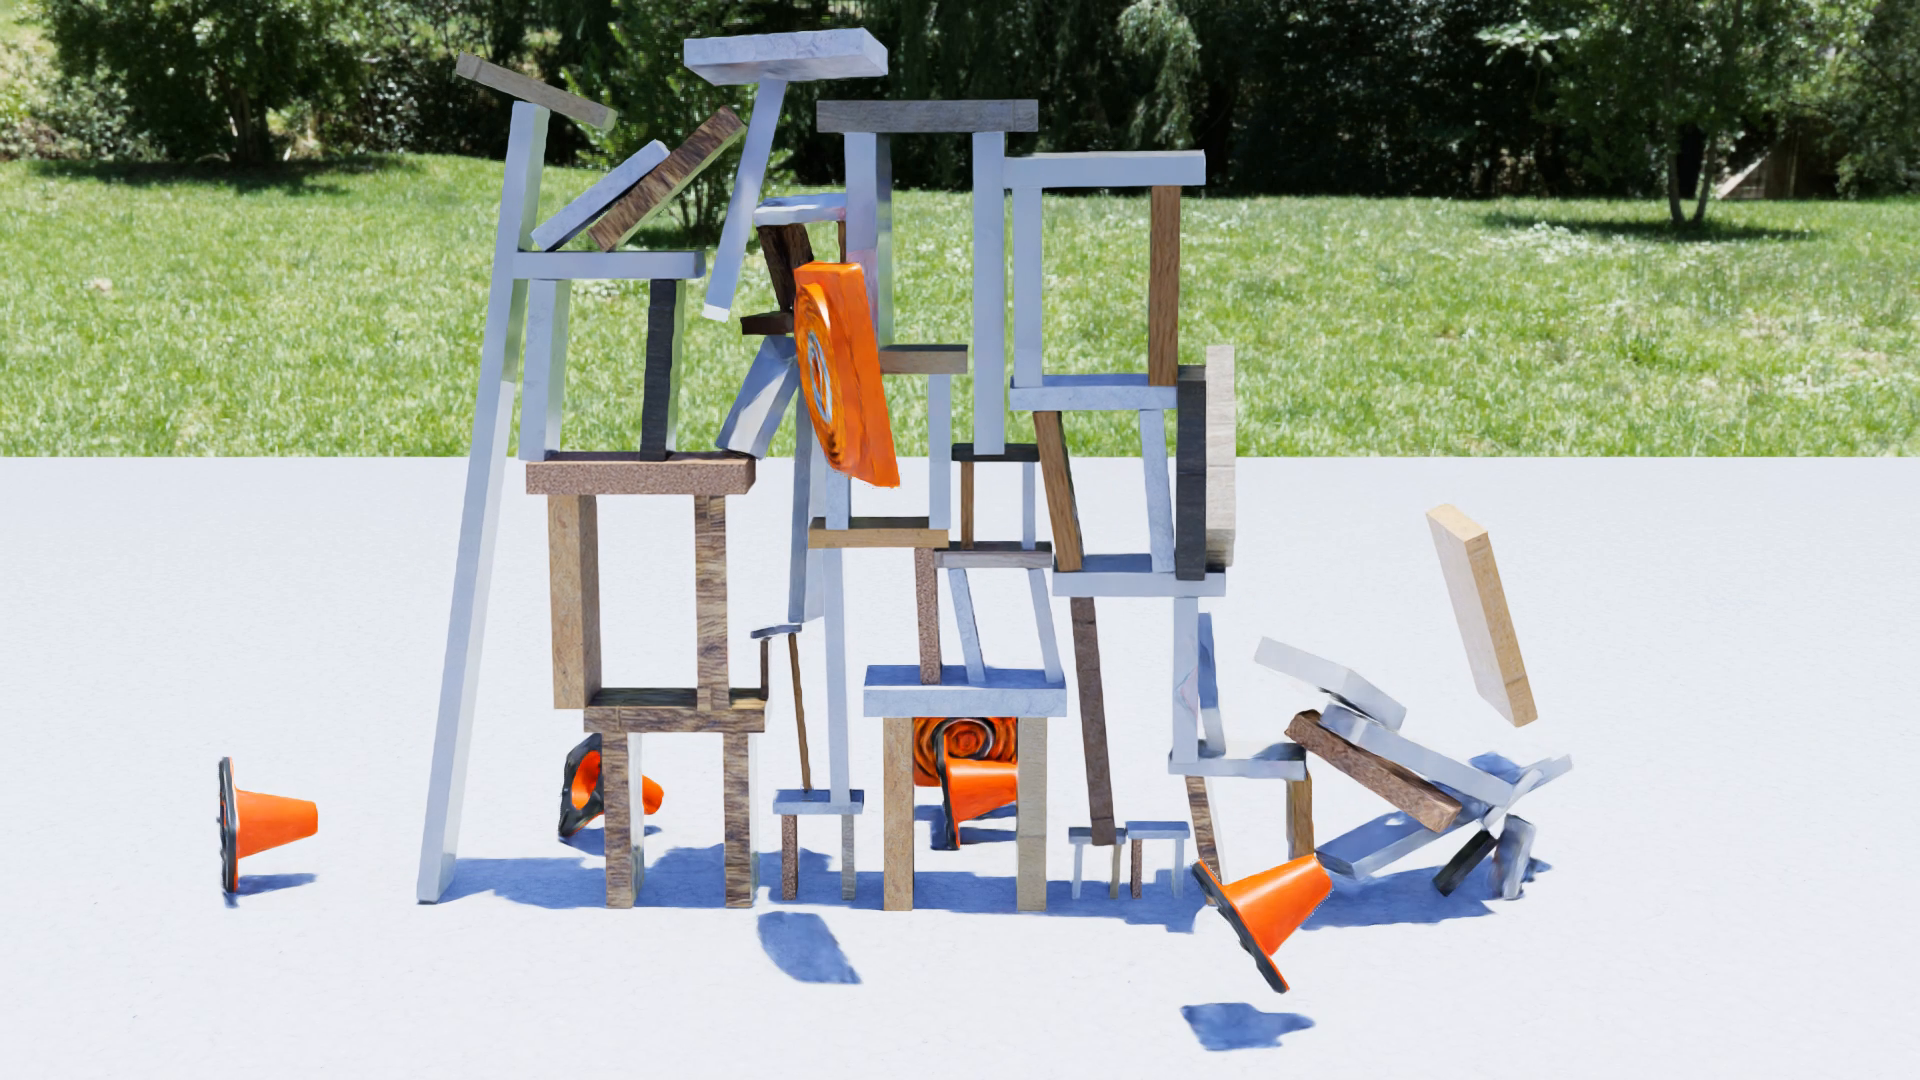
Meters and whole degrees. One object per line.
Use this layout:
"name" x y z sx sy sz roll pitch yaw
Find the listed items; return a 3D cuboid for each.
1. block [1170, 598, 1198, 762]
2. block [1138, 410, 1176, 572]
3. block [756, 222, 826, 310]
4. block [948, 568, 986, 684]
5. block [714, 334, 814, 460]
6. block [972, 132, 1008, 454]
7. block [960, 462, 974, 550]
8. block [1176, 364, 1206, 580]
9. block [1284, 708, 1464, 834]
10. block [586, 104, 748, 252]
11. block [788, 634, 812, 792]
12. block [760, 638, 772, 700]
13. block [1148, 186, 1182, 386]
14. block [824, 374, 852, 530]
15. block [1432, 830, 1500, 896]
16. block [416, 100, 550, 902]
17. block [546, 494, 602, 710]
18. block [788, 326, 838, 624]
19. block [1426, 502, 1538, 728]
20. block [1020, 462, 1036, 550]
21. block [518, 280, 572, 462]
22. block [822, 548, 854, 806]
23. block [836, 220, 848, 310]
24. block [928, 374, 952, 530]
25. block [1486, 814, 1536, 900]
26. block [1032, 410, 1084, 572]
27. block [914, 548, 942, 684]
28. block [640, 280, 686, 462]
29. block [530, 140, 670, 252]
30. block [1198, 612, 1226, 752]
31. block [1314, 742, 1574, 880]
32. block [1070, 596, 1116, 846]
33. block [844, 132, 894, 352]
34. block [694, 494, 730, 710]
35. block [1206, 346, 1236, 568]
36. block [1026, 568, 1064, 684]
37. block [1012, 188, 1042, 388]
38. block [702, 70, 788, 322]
"block" 0.364 0.209 3.571 0.039 0.274 0.137 0 13 4
"block" 0.314 -0.090 3.496 0.037 0.259 0.130 -5 13 6
"block" -0.281 -0.465 3.635 0.078 0.157 0.022 -9 13 30
"block" 0.010 0.130 3.581 0.027 0.189 0.095 -11 10 2
"block" -0.316 -0.233 3.560 0.029 0.205 0.103 31 -11 -39
"block" 0.050 -0.394 3.484 0.048 0.497 0.169 0 11 3
"block" 0.013 -0.061 3.553 0.020 0.142 0.071 0 11 2
"block" 0.363 -0.108 3.458 0.044 0.314 0.157 0 14 6
"block" 0.677 0.375 3.597 0.292 0.041 0.146 33 9 18
"block" -0.462 -0.572 3.488 0.295 0.042 0.148 -42 8 5
"block" -0.267 0.288 3.666 0.014 0.261 0.048 -6 -12 -4
"block" -0.318 0.210 3.608 0.014 0.095 0.048 1 6 2
"block" 0.318 -0.404 3.427 0.043 0.305 0.153 1 14 4
"block" -0.195 -0.149 3.529 0.035 0.247 0.124 0 10 0
"block" 0.841 0.535 3.660 0.018 0.128 0.064 42 7 -2
"block" -0.780 -0.055 3.589 0.035 1.303 0.123 9 7 -1
"block" -0.627 0.087 3.588 0.049 0.347 0.174 0 9 0
"block" -0.247 -0.111 3.695 0.029 0.493 0.103 5 7 16
"block" 0.859 0.124 3.617 0.041 0.360 0.146 -23 24 -5
"block" 0.109 -0.061 3.551 0.020 0.142 0.071 0 11 -1
"block" -0.667 -0.277 3.535 0.041 0.286 0.143 5 9 -1
"block" -0.199 0.213 3.602 0.032 0.428 0.112 -1 10 0
"block" -0.173 -0.457 3.559 0.022 0.157 0.078 1 22 12
"block" -0.031 -0.150 3.528 0.035 0.248 0.124 0 10 1
"block" 0.916 0.526 3.655 0.018 0.128 0.064 11 8 -23
"block" 0.158 -0.091 3.514 0.037 0.259 0.130 -9 12 7
"block" -0.052 0.112 3.583 0.032 0.223 0.112 -3 10 1
"block" -0.477 -0.277 3.534 0.041 0.286 0.143 5 9 -1
"block" -0.566 -0.547 3.496 0.246 0.035 0.123 -36 8 3
"block" 0.411 0.233 3.624 0.030 0.107 0.214 -7 43 9
"block" 0.820 0.454 3.715 0.466 0.030 0.107 -22 15 -22
"block" 0.219 0.279 3.598 0.039 0.418 0.137 -5 13 5
"block" -0.142 -0.473 3.475 0.048 0.338 0.169 1 11 6
"block" -0.402 0.088 3.582 0.049 0.347 0.174 -1 9 -5
"block" 0.411 -0.131 3.483 0.044 0.314 0.157 0 -22 5
"block" 0.137 0.130 3.581 0.027 0.189 0.095 -10 10 2
"block" 0.105 -0.402 3.441 0.043 0.305 0.153 -1 13 1
"block" -0.350 -0.554 3.574 0.042 0.388 0.148 14 -4 -8
